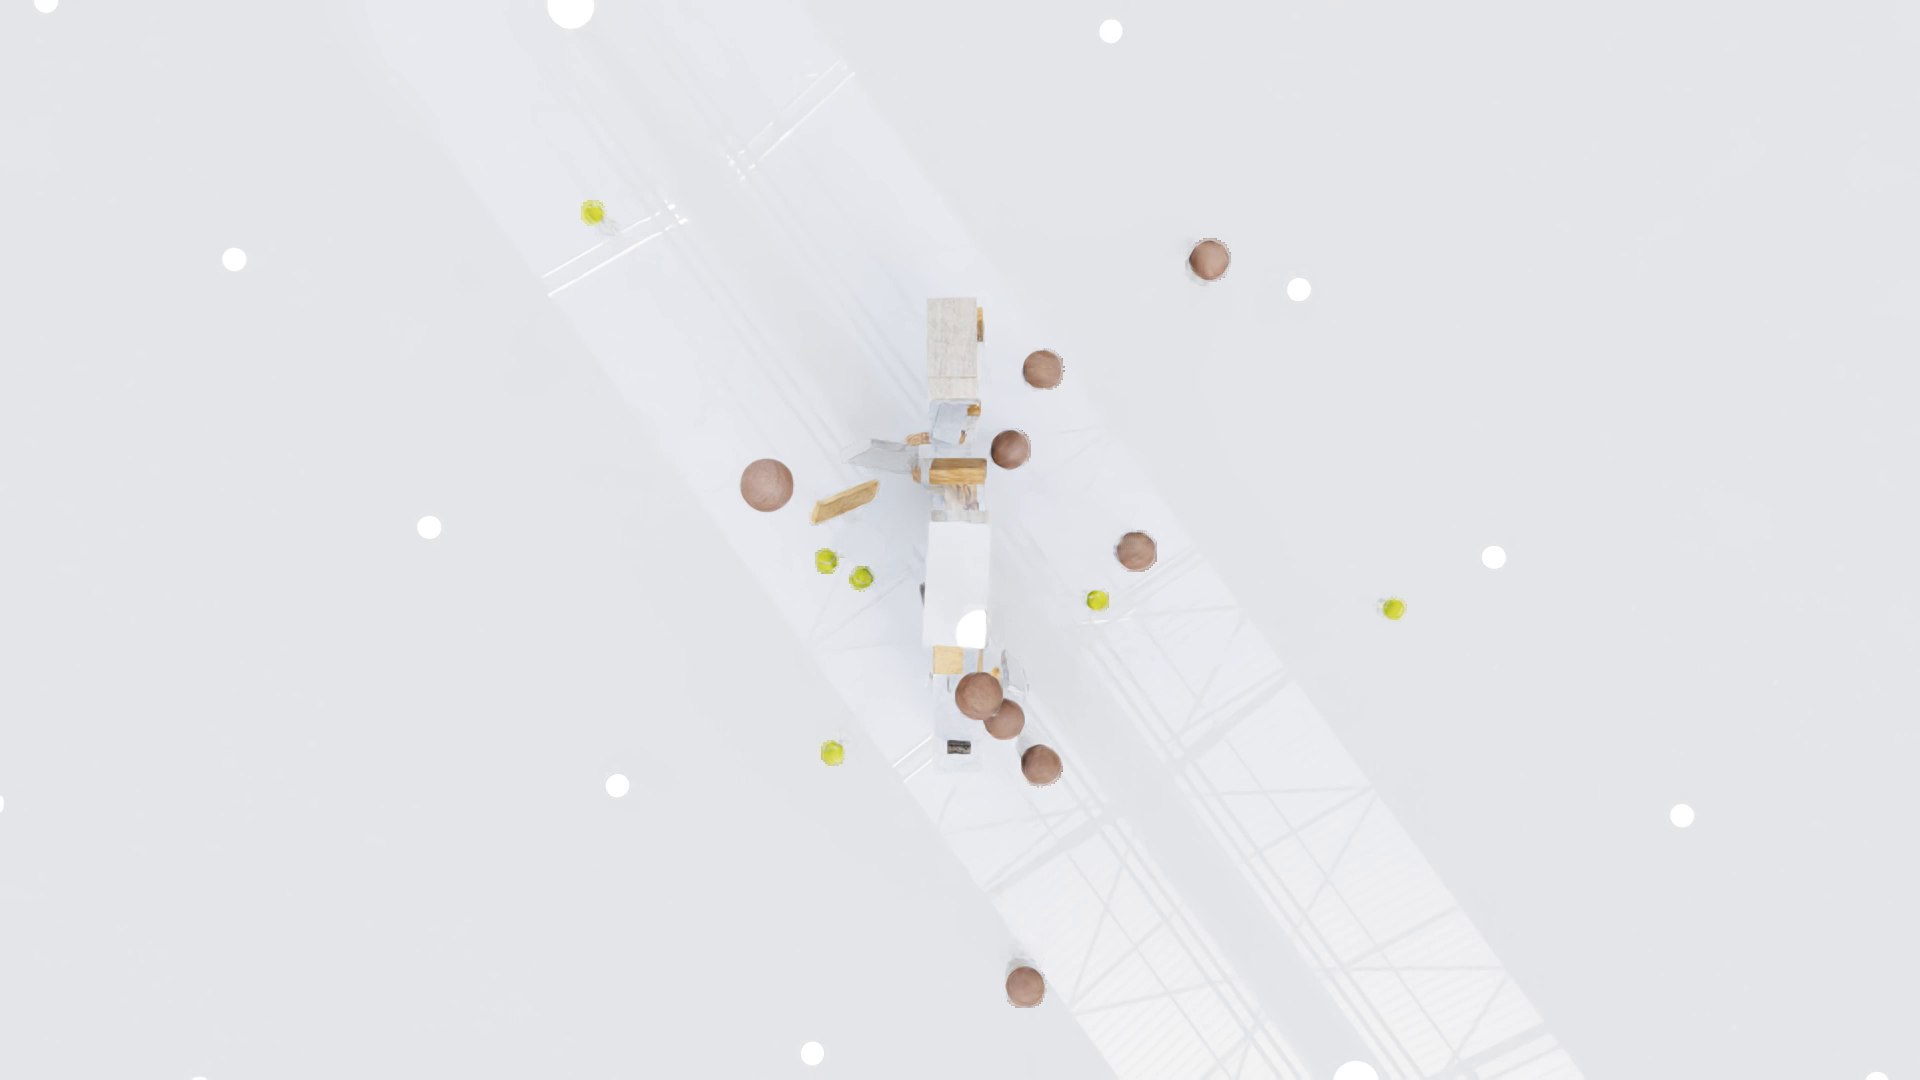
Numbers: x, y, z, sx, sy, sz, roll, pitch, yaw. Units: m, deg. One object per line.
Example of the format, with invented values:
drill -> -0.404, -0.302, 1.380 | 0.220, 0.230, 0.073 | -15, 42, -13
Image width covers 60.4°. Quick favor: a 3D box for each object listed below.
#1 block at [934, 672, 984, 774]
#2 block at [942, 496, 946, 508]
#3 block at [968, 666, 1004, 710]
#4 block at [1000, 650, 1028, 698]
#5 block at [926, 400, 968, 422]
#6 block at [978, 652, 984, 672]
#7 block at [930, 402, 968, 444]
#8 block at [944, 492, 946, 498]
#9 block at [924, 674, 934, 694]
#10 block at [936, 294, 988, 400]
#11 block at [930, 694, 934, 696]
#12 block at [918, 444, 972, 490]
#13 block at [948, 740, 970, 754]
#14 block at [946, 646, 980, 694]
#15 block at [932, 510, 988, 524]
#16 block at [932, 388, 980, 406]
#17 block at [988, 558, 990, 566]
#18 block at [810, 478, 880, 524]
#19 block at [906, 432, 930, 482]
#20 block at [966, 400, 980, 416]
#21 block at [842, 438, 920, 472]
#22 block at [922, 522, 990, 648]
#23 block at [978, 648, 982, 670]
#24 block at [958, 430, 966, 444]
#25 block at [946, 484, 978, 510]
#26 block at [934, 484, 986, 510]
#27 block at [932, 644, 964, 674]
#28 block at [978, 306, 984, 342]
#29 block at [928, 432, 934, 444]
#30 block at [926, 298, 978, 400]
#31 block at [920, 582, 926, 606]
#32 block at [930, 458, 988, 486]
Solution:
block -> -0.004, 0.514, 4.616 | 0.140, 0.040, 0.280 | -1, 91, 0
block -> -0.015, -0.127, 5.049 | 0.081, 0.161, 0.023 | -18, 96, 0
block -> 0.072, 0.409, 4.558 | 0.018, 0.064, 0.128 | 35, 90, 15
block -> 0.146, 0.366, 4.499 | 0.064, 0.128, 0.018 | 31, 122, -32
block -> -0.020, -0.461, 4.990 | 0.114, 0.032, 0.229 | 12, 115, -3
block -> -0.002, 0.505, 5.171 | 0.153, 0.043, 0.307 | 0, 90, 0
block -> -0.032, -0.348, 4.939 | 0.082, 0.023, 0.165 | 20, 52, -8
block -> -0.001, -0.122, 4.852 | 0.094, 0.187, 0.027 | 24, 90, -1
block -> -0.029, 0.434, 4.775 | 0.140, 0.280, 0.040 | 19, 88, 0
block -> 0.000, -0.540, 4.626 | 0.145, 0.041, 0.290 | 3, 95, 1
block -> -0.033, 0.462, 5.047 | 0.102, 0.203, 0.029 | 17, 93, 0
block -> -0.041, -0.218, 4.971 | 0.153, 0.318, 0.043 | 0, 75, 1
block -> -0.003, 0.569, 4.532 | 0.064, 0.128, 0.018 | 1, 91, 0
block -> 0.009, 0.331, 4.486 | 0.077, 0.022, 0.222 | -3, 129, -8
block -> 0.000, -0.054, 4.578 | 0.153, 0.305, 0.043 | 0, 89, 0
block -> -0.016, -0.409, 4.483 | 0.132, 0.264, 0.037 | 4, 86, 2
block -> 0.001, 0.039, 4.465 | 0.156, 0.486, 0.044 | 1, 84, 1
block -> -0.374, -0.126, 5.367 | 0.257, 0.082, 0.023 | -24, 58, -39
block -> -0.128, -0.270, 5.362 | 0.076, 0.022, 0.152 | -12, 85, 33
block -> -0.001, -0.526, 5.215 | 0.133, 0.038, 0.266 | 0, 90, 0
block -> -0.222, -0.267, 5.193 | 0.114, 0.359, 0.032 | -23, 75, 29
block -> -0.008, 0.113, 4.196 | 0.156, 0.044, 0.312 | 3, 88, 0
block -> -0.004, 0.226, 4.546 | 0.130, 0.037, 0.259 | 1, 90, 0
block -> -0.030, -0.286, 5.177 | 0.082, 0.165, 0.023 | 2, 130, 4
block -> 0.006, -0.081, 4.744 | 0.094, 0.027, 0.187 | -1, 90, 0
block -> -0.002, -0.070, 5.154 | 0.162, 0.046, 0.323 | 0, 90, 0
block -> -0.028, 0.281, 4.397 | 0.077, 0.022, 0.154 | 1, 104, -10
block -> -0.002, -0.586, 4.468 | 0.132, 0.264, 0.037 | 3, 85, 2
block -> -0.056, -0.334, 5.417 | 0.076, 0.152, 0.022 | 21, 114, 32
block -> -0.020, -0.502, 4.323 | 0.132, 0.037, 0.264 | 0, 95, 2
block -> -0.016, 0.168, 4.372 | 0.156, 0.312, 0.044 | -10, 72, 0
block -> -0.003, -0.195, 4.641 | 0.153, 0.305, 0.043 | 0, 99, 2
